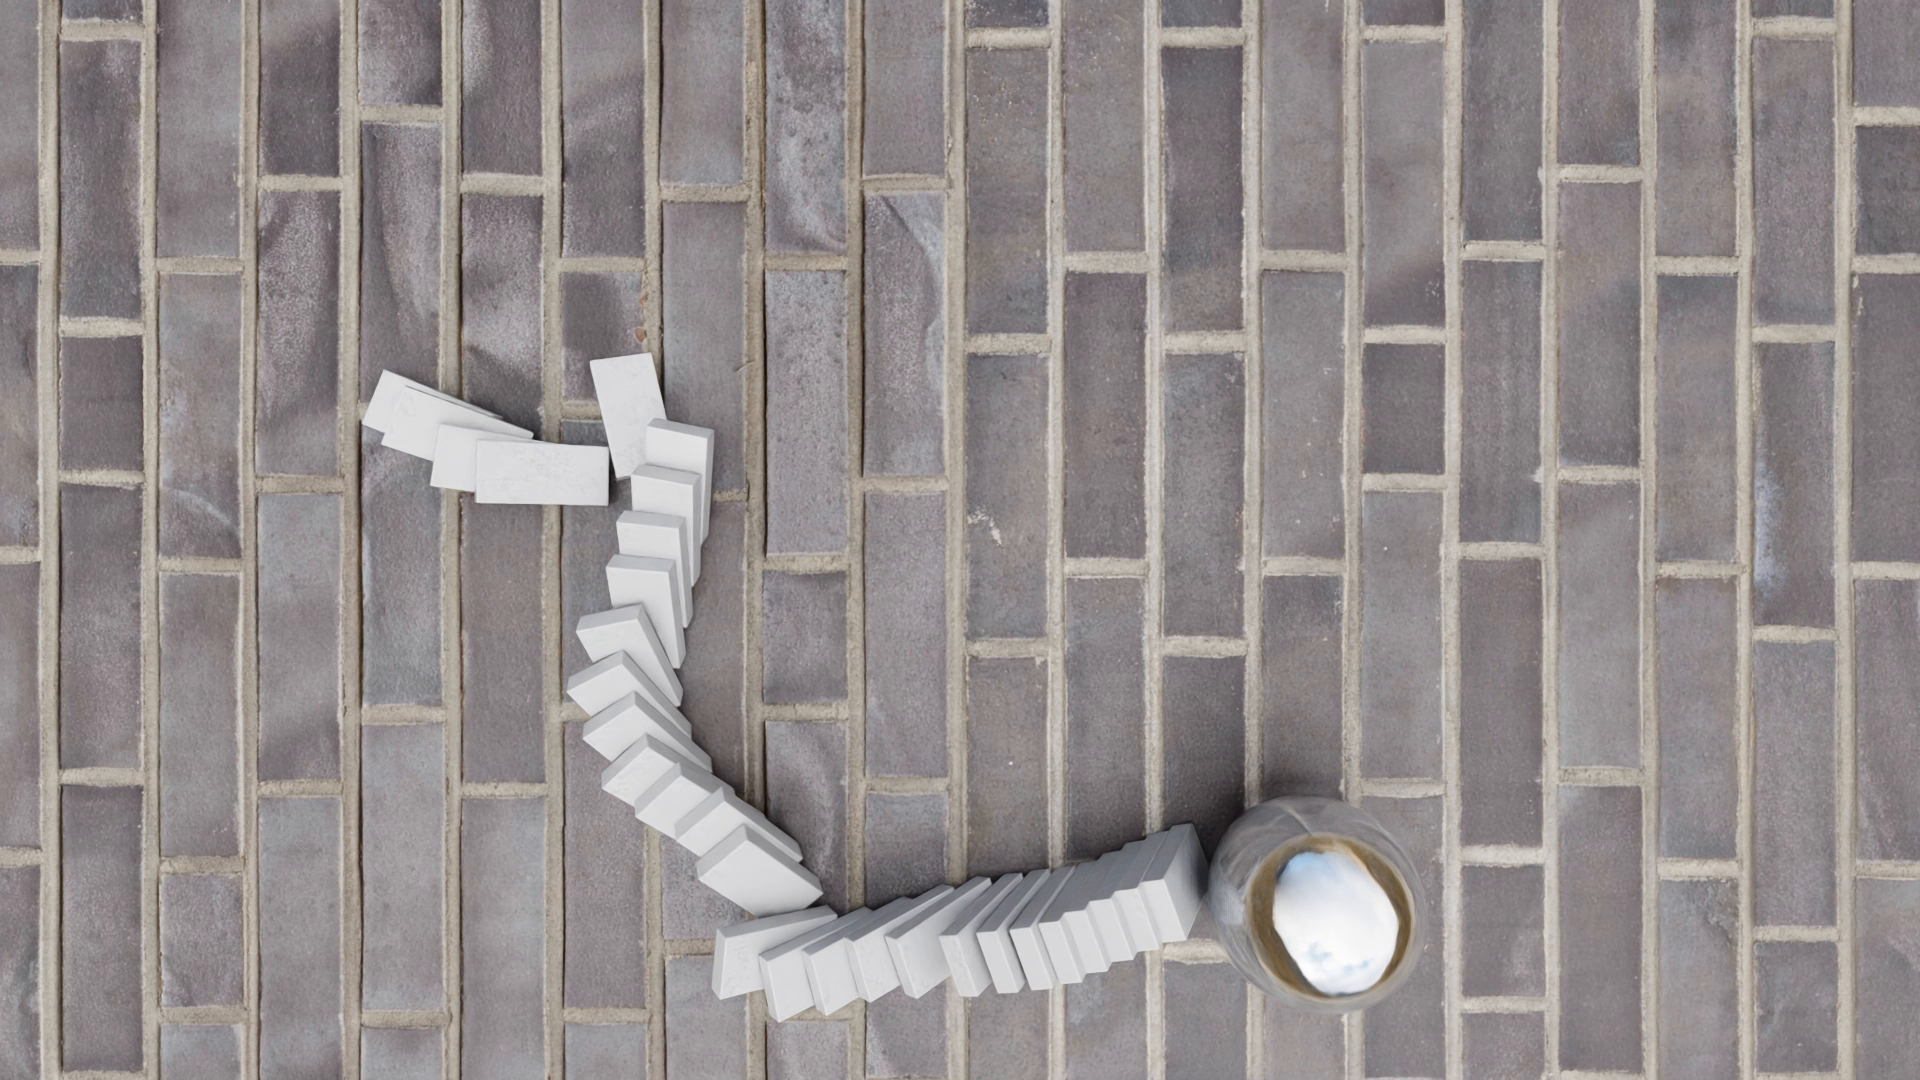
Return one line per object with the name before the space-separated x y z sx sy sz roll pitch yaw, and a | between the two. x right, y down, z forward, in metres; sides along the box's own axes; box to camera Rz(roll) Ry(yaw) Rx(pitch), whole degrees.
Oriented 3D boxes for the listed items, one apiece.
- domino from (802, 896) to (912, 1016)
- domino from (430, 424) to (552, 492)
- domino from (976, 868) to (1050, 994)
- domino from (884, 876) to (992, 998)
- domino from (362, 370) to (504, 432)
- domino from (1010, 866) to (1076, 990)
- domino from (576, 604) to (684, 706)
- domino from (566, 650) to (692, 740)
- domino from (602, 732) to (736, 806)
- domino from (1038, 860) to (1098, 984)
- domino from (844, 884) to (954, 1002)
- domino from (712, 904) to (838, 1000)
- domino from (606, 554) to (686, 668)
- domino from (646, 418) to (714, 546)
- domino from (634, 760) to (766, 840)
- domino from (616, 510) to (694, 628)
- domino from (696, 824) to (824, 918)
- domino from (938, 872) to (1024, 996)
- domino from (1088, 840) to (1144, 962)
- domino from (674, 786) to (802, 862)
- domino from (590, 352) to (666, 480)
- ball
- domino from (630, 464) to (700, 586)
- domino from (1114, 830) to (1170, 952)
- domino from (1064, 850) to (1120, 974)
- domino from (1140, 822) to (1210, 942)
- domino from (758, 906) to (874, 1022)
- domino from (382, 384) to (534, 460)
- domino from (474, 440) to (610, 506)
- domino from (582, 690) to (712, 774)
domino | -0.039 0.172 0.382 0.050 0.010 0.025 -16 92 -35
domino | -0.191 -0.031 0.382 0.050 0.009 0.025 9 90 -33
domino | 0.026 0.159 0.376 0.010 0.050 0.025 -20 90 31
domino | -0.005 0.164 0.381 0.050 0.009 0.025 -20 91 -36
domino | -0.227 -0.052 0.395 0.050 0.010 0.025 22 90 0
domino | 0.039 0.158 0.376 0.010 0.050 0.025 -20 90 29
domino | -0.137 0.051 0.382 0.025 0.009 0.050 -12 126 0
domino | -0.137 0.070 0.382 0.025 0.010 0.050 -27 125 1
domino | -0.120 0.103 0.382 0.025 0.010 0.050 -42 124 2
domino | 0.050 0.155 0.376 0.010 0.050 0.025 -20 90 28
domino | -0.022 0.167 0.382 0.050 0.009 0.025 -16 90 -35
domino | -0.076 0.170 0.381 0.050 0.009 0.025 4 93 -37
domino | -0.130 0.030 0.383 0.025 0.010 0.050 5 123 0
domino | -0.118 -0.024 0.384 0.025 0.009 0.050 12 119 -1
domino | -0.107 0.115 0.382 0.025 0.010 0.050 -42 124 2
domino | -0.127 0.013 0.383 0.025 0.009 0.050 6 122 0
domino | -0.083 0.141 0.382 0.025 0.010 0.050 -39 124 0
domino | 0.013 0.161 0.377 0.010 0.050 0.025 -19 90 36
domino | 0.069 0.147 0.376 0.010 0.050 0.025 -20 90 28
domino | -0.092 0.126 0.382 0.025 0.010 0.050 -39 123 0
domino | -0.139 -0.053 0.391 0.025 0.010 0.050 -13 90 -21
ball | 0.139 0.141 0.360 0.080 0.080 0.080 0 90 0
domino | -0.122 -0.006 0.383 0.025 0.009 0.050 10 122 0
domino | 0.079 0.143 0.376 0.010 0.050 0.025 -20 90 28
domino | 0.059 0.151 0.376 0.009 0.050 0.025 -20 90 28
domino | 0.090 0.139 0.376 0.010 0.050 0.025 -20 90 28
domino | -0.057 0.176 0.381 0.050 0.010 0.025 -12 93 -35
domino | -0.209 -0.043 0.382 0.050 0.010 0.025 22 90 -34
domino | -0.174 -0.028 0.382 0.050 0.009 0.025 0 93 -33
domino | -0.129 0.087 0.382 0.025 0.010 0.050 -33 124 2
